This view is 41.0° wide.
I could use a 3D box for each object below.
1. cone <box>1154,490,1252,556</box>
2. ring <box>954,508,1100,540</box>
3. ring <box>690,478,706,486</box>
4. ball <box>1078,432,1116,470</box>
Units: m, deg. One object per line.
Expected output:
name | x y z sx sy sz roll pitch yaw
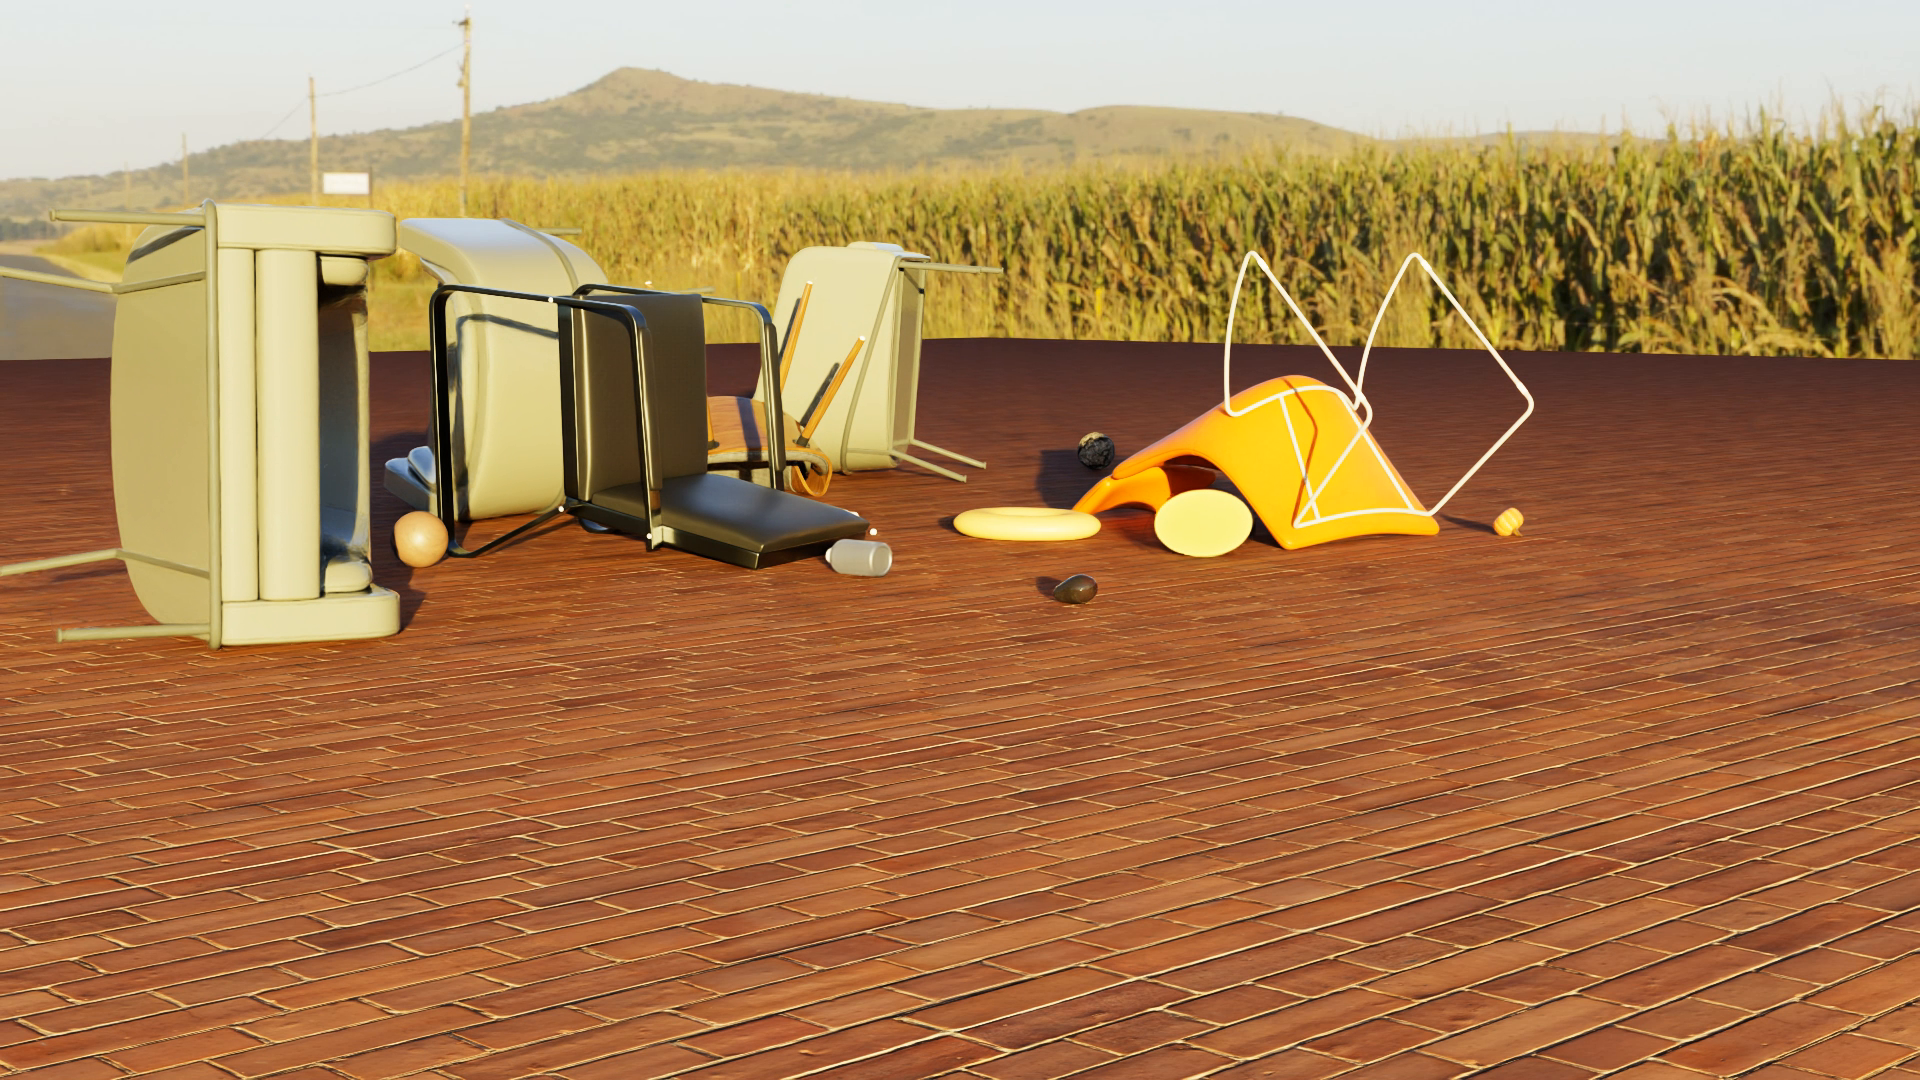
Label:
cone | 0.585 -0.008 6.139 0.233 0.094 0.223 18 51 26
ring | 0.169 -0.040 6.491 0.380 0.064 0.282 2 7 17
ring | -0.824 -0.181 8.062 0.052 0.022 0.105 -1 5 -16
ball | 0.462 -0.302 8.711 0.129 0.129 0.129 0 6 0
